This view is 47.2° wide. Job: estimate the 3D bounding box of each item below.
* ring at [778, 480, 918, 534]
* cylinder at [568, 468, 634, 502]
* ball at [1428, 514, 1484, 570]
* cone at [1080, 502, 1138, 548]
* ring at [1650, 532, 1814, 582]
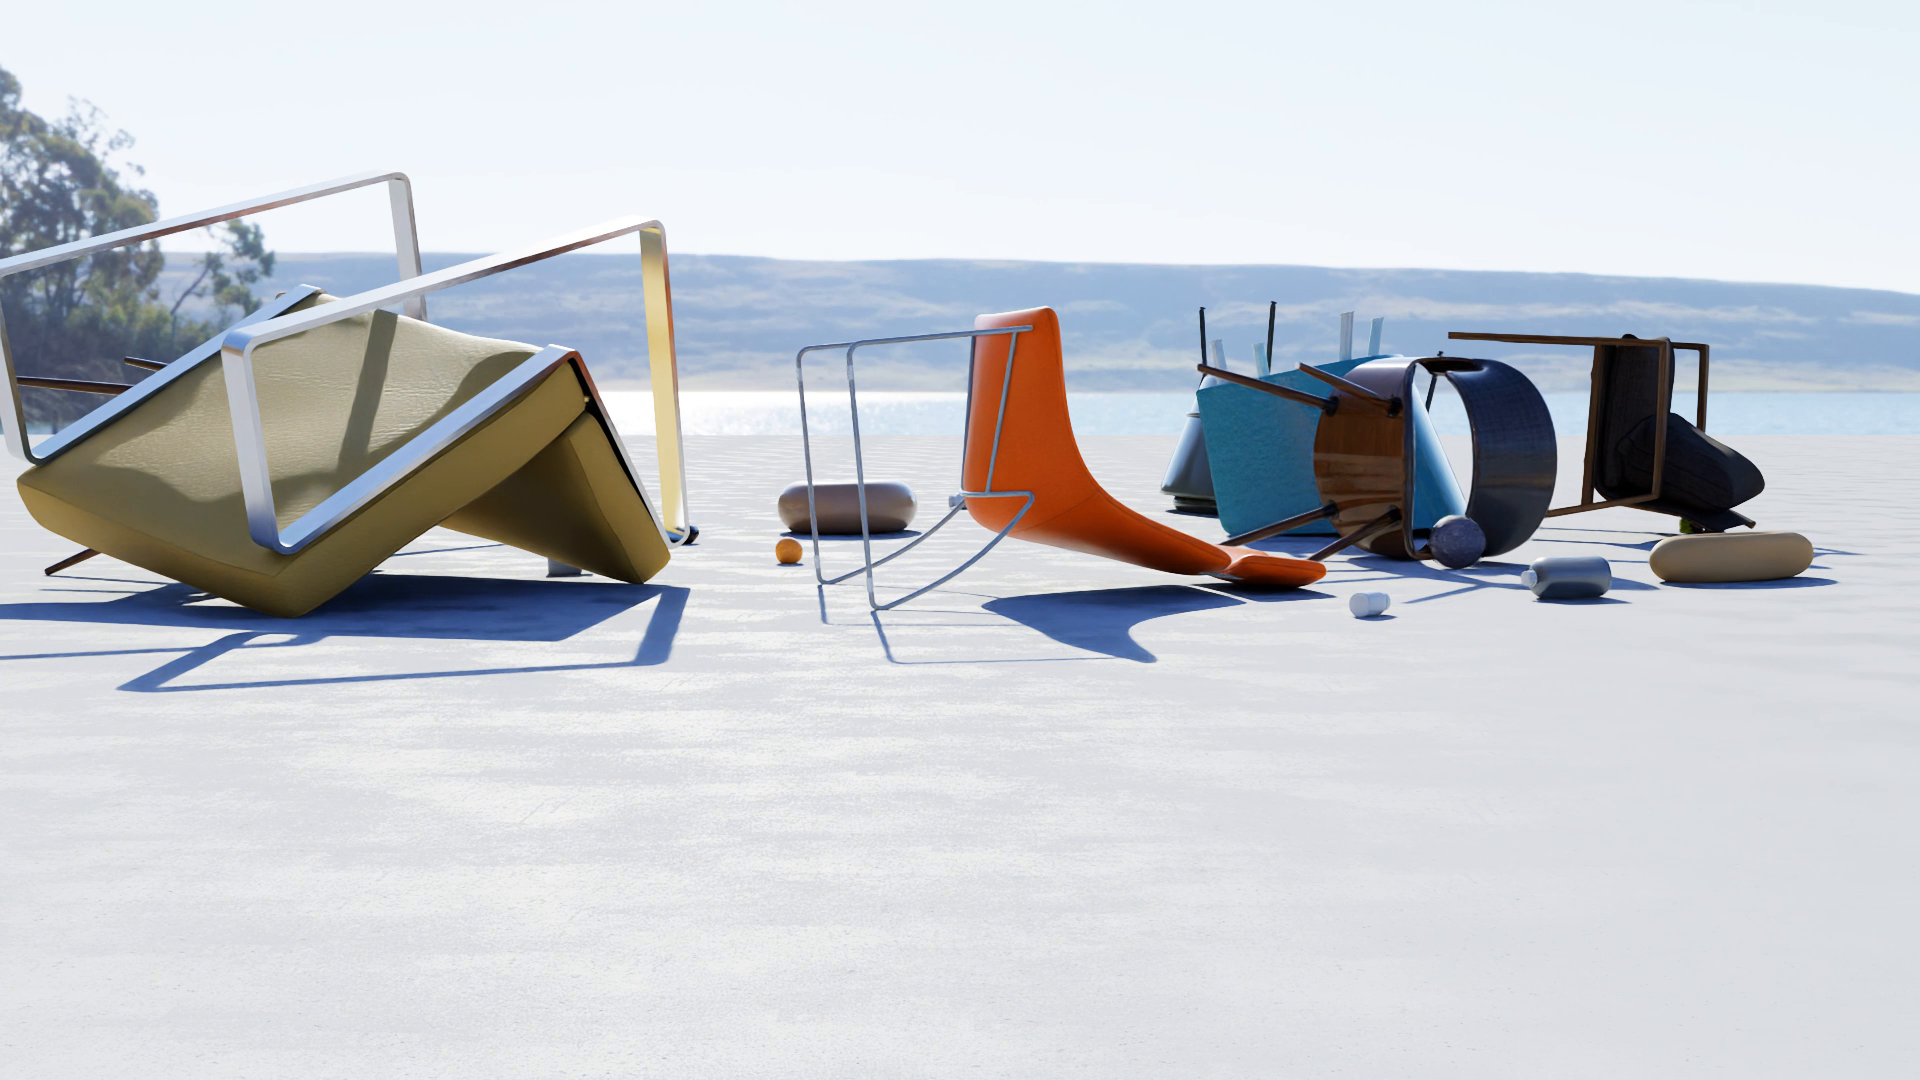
[{"bbox_3d":[-0.353,-0.106,6.931,0.404,0.163,0.478,2,3,42],"label":"ring"},{"bbox_3d":[-1.423,-0.217,8.720,0.252,0.128,0.144,11,1,-16],"label":"cylinder"},{"bbox_3d":[1.240,0.005,5.486,0.136,0.136,0.136,0,4,0],"label":"ball"},{"bbox_3d":[0.399,-0.010,6.219,0.188,0.094,0.181,22,-29,27],"label":"cone"},{"bbox_3d":[1.823,0.040,5.190,0.483,0.108,0.184,-3,3,-25],"label":"ring"}]
